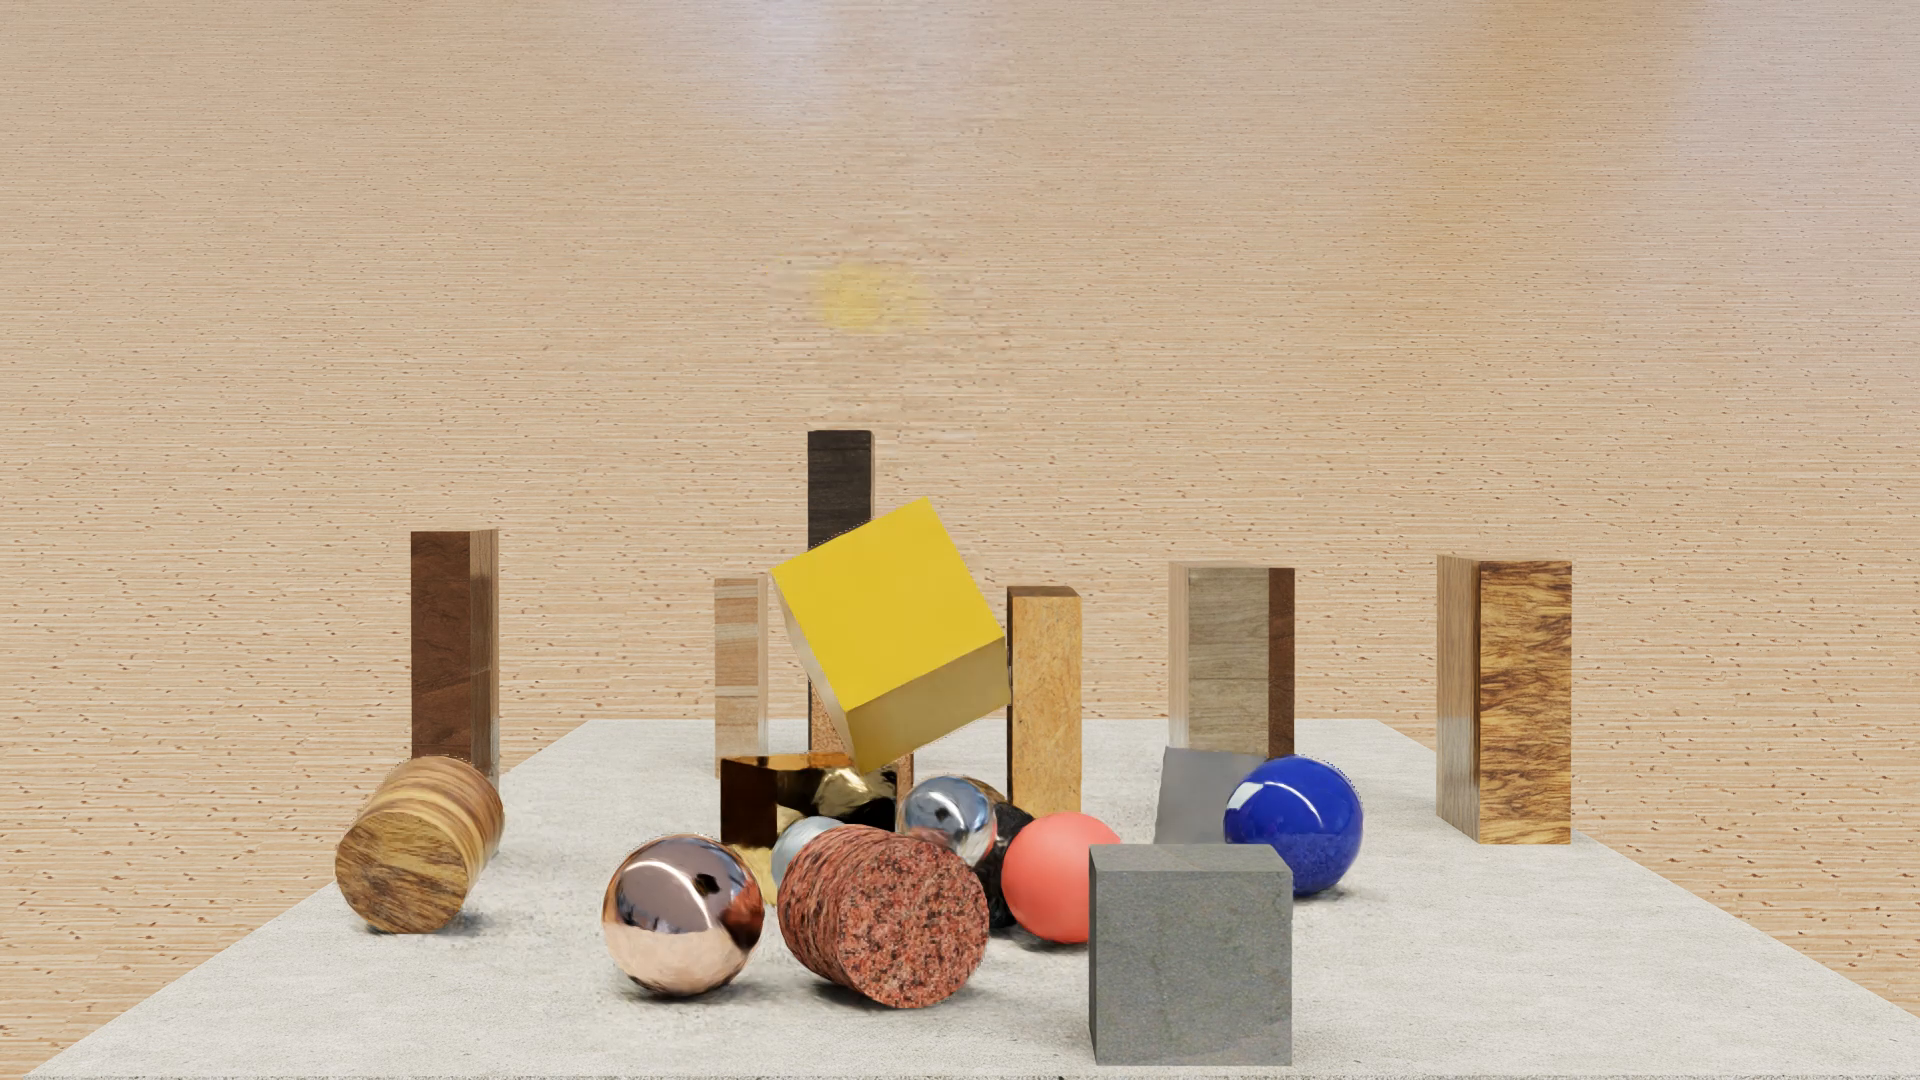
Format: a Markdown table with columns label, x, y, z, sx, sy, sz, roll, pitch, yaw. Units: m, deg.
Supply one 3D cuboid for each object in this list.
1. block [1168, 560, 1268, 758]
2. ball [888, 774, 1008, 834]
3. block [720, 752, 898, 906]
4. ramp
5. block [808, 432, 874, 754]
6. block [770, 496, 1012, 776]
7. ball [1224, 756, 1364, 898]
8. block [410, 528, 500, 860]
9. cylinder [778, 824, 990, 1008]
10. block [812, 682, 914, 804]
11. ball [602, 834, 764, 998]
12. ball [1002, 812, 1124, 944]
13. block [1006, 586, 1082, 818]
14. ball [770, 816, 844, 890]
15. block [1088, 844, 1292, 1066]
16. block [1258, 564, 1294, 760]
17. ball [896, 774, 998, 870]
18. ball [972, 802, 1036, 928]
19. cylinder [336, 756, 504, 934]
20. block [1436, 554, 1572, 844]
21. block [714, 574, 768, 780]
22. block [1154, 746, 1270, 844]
| label | x | y | z | sx | sy | sz | roll | pitch | yaw |
| --- | --- | --- | --- | --- | --- | --- | --- | --- | --- |
| block | 0.433 | 0.270 | 4.363 | 0.129 | 0.460 | 0.394 | 0 | 1 | 0 |
| ball | -0.008 | 0.422 | 3.616 | 0.186 | 0.186 | 0.186 | 0 | 27 | 0 |
| block | -0.220 | 0.417 | 3.752 | 0.192 | 0.192 | 0.192 | -1 | 1 | -30 |
| ramp | 0.061 | 0.546 | 4.582 | 2.000 | 0.100 | 4.000 | 0 | 1 | 0 |
| block | -0.251 | 0.125 | 5.489 | 0.131 | 0.707 | 0.256 | 0 | 1 | 0 |
| block | -0.071 | 0.103 | 2.738 | 0.181 | 0.181 | 0.181 | -25 | 65 | -9 |
| ball | 0.480 | 0.412 | 3.715 | 0.201 | 0.201 | 0.201 | 0 | 27 | 0 |
| block | -0.787 | 0.246 | 4.036 | 0.090 | 0.523 | 0.245 | 0 | 1 | 0 |
| cylinder | -0.091 | 0.434 | 2.995 | 0.187 | 0.187 | 0.187 | -13 | 6 | -24 |
| block | -0.150 | 0.296 | 4.066 | 0.149 | 0.422 | 0.340 | 0 | 1 | 0 |
| ball | -0.320 | 0.434 | 2.984 | 0.187 | 0.187 | 0.187 | 0 | 27 | 0 |
| ball | 0.137 | 0.432 | 3.305 | 0.169 | 0.169 | 0.169 | 0 | 27 | 0 |
| block | 0.123 | 0.293 | 3.872 | 0.098 | 0.434 | 0.425 | 0 | 1 | 0 |
| ball | -0.196 | 0.450 | 3.579 | 0.133 | 0.133 | 0.133 | 0 | 27 | 0 |
| block | 0.239 | 0.434 | 2.721 | 0.199 | 0.199 | 0.199 | 0 | 1 | 1 |
| block | 0.586 | 0.268 | 5.158 | 0.133 | 0.432 | 0.244 | 0 | 1 | 0 |
| ball | -0.017 | 0.348 | 3.145 | 0.124 | 0.124 | 0.124 | 0 | 27 | 0 |
| ball | 0.044 | 0.434 | 3.446 | 0.168 | 0.168 | 0.168 | 0 | 27 | 0 |
| cylinder | -0.720 | 0.406 | 3.452 | 0.177 | 0.177 | 0.177 | 3 | 20 | 6 |
| block | 0.932 | 0.264 | 4.446 | 0.150 | 0.468 | 0.390 | 0 | 1 | 0 |
| block | -0.452 | 0.278 | 5.357 | 0.087 | 0.406 | 0.282 | 0 | 1 | 0 |
| block | 0.394 | 0.410 | 3.926 | 0.155 | 0.155 | 0.155 | 4 | -11 | 18 |
